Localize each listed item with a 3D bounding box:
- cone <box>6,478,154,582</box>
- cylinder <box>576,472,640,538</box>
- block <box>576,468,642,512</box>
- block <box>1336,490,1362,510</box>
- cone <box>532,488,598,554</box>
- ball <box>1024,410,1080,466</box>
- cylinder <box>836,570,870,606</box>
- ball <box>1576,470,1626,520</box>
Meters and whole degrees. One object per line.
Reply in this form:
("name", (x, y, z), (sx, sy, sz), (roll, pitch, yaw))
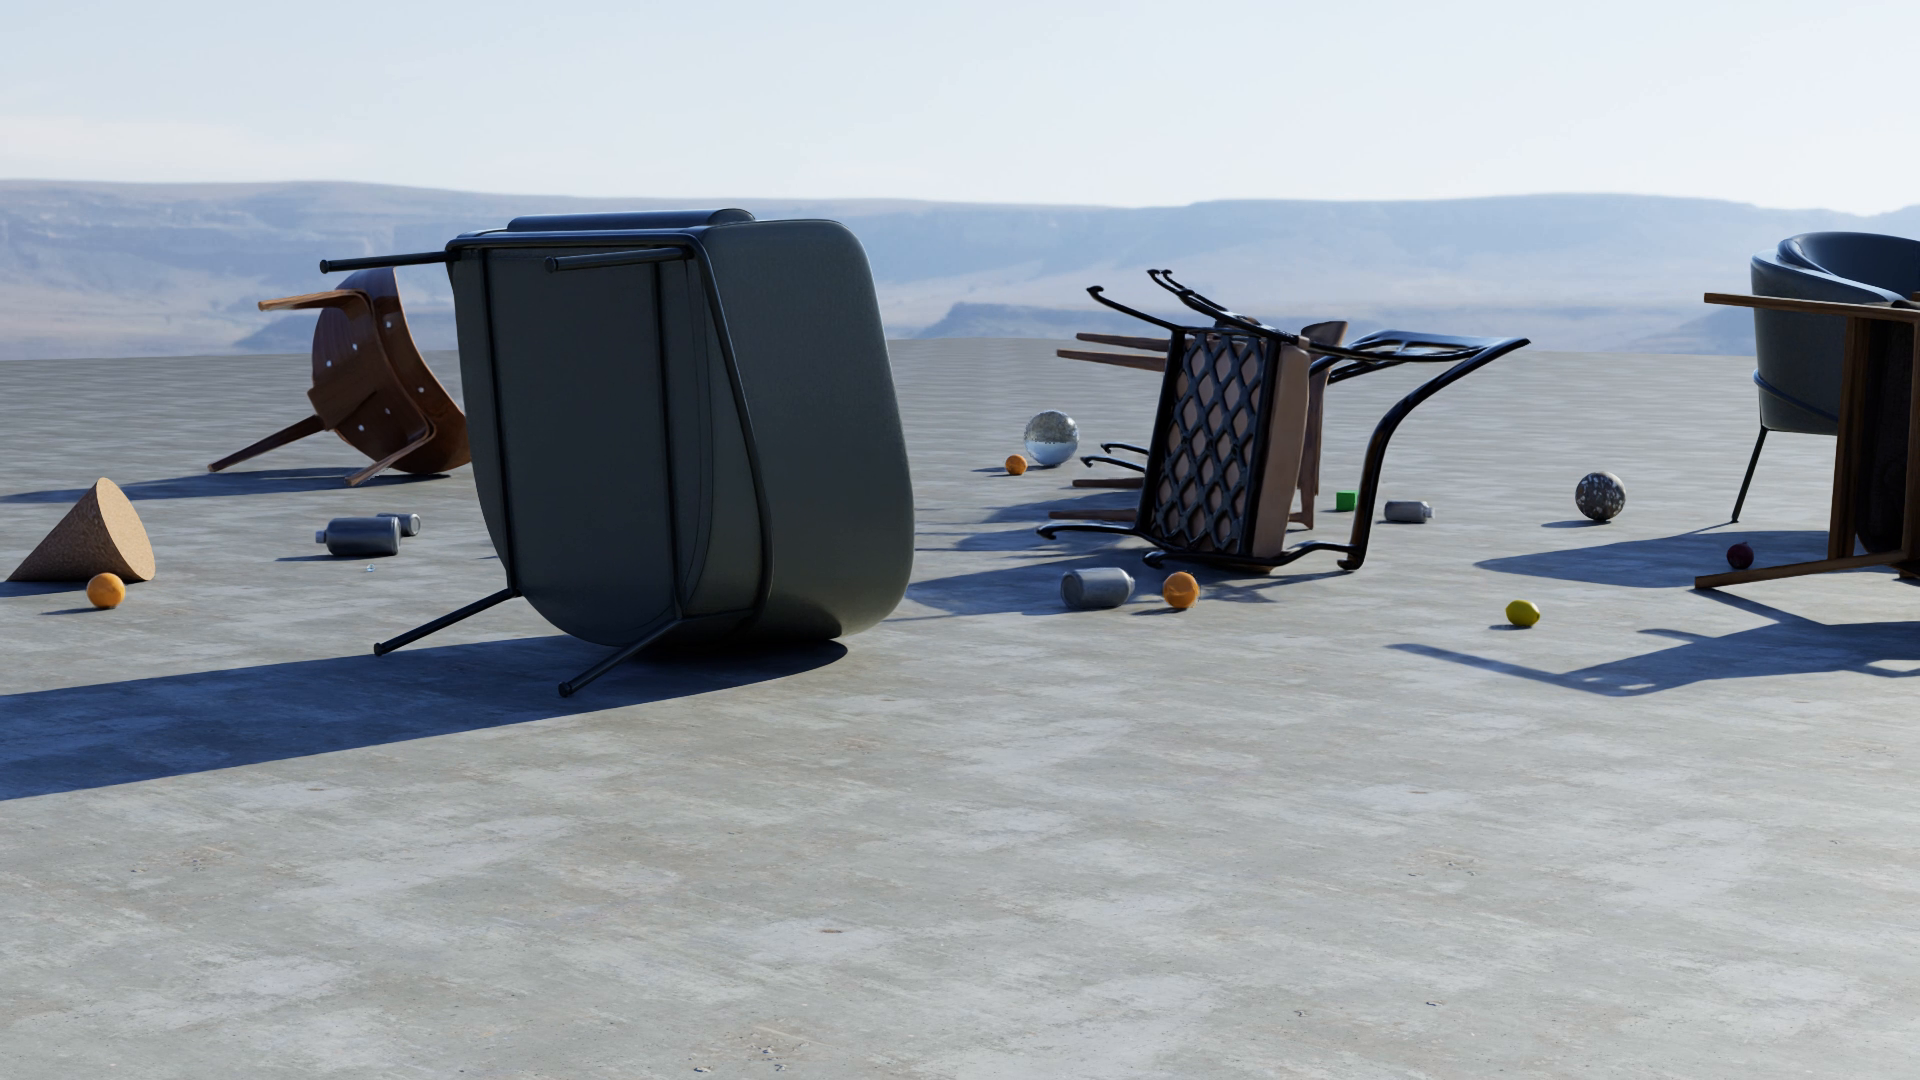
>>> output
("cone", (-1.936, 0.032, 5.554), (0.283, 0.242, 0.273), (-24, 0, -2))
("cylinder", (-0.891, -0.089, 6.481), (0.148, 0.180, 0.128), (-1, -30, -14))
("block", (-0.985, -0.138, 7.191), (0.137, 0.115, 0.148), (-4, 7, -32))
("block", (1.100, -0.112, 7.249), (0.054, 0.050, 0.076), (3, 6, 24))
("cone", (-0.949, -0.050, 6.160), (0.159, 0.151, 0.147), (-4, 7, -31))
("ball", (0.318, -0.353, 8.896), (0.193, 0.193, 0.193), (0, 6, 0))
("cylinder", (-0.217, 0.095, 5.175), (0.069, 0.064, 0.064), (-4, 7, -34))
("ball", (1.726, -0.119, 6.911), (0.134, 0.134, 0.134), (0, 6, 0))
